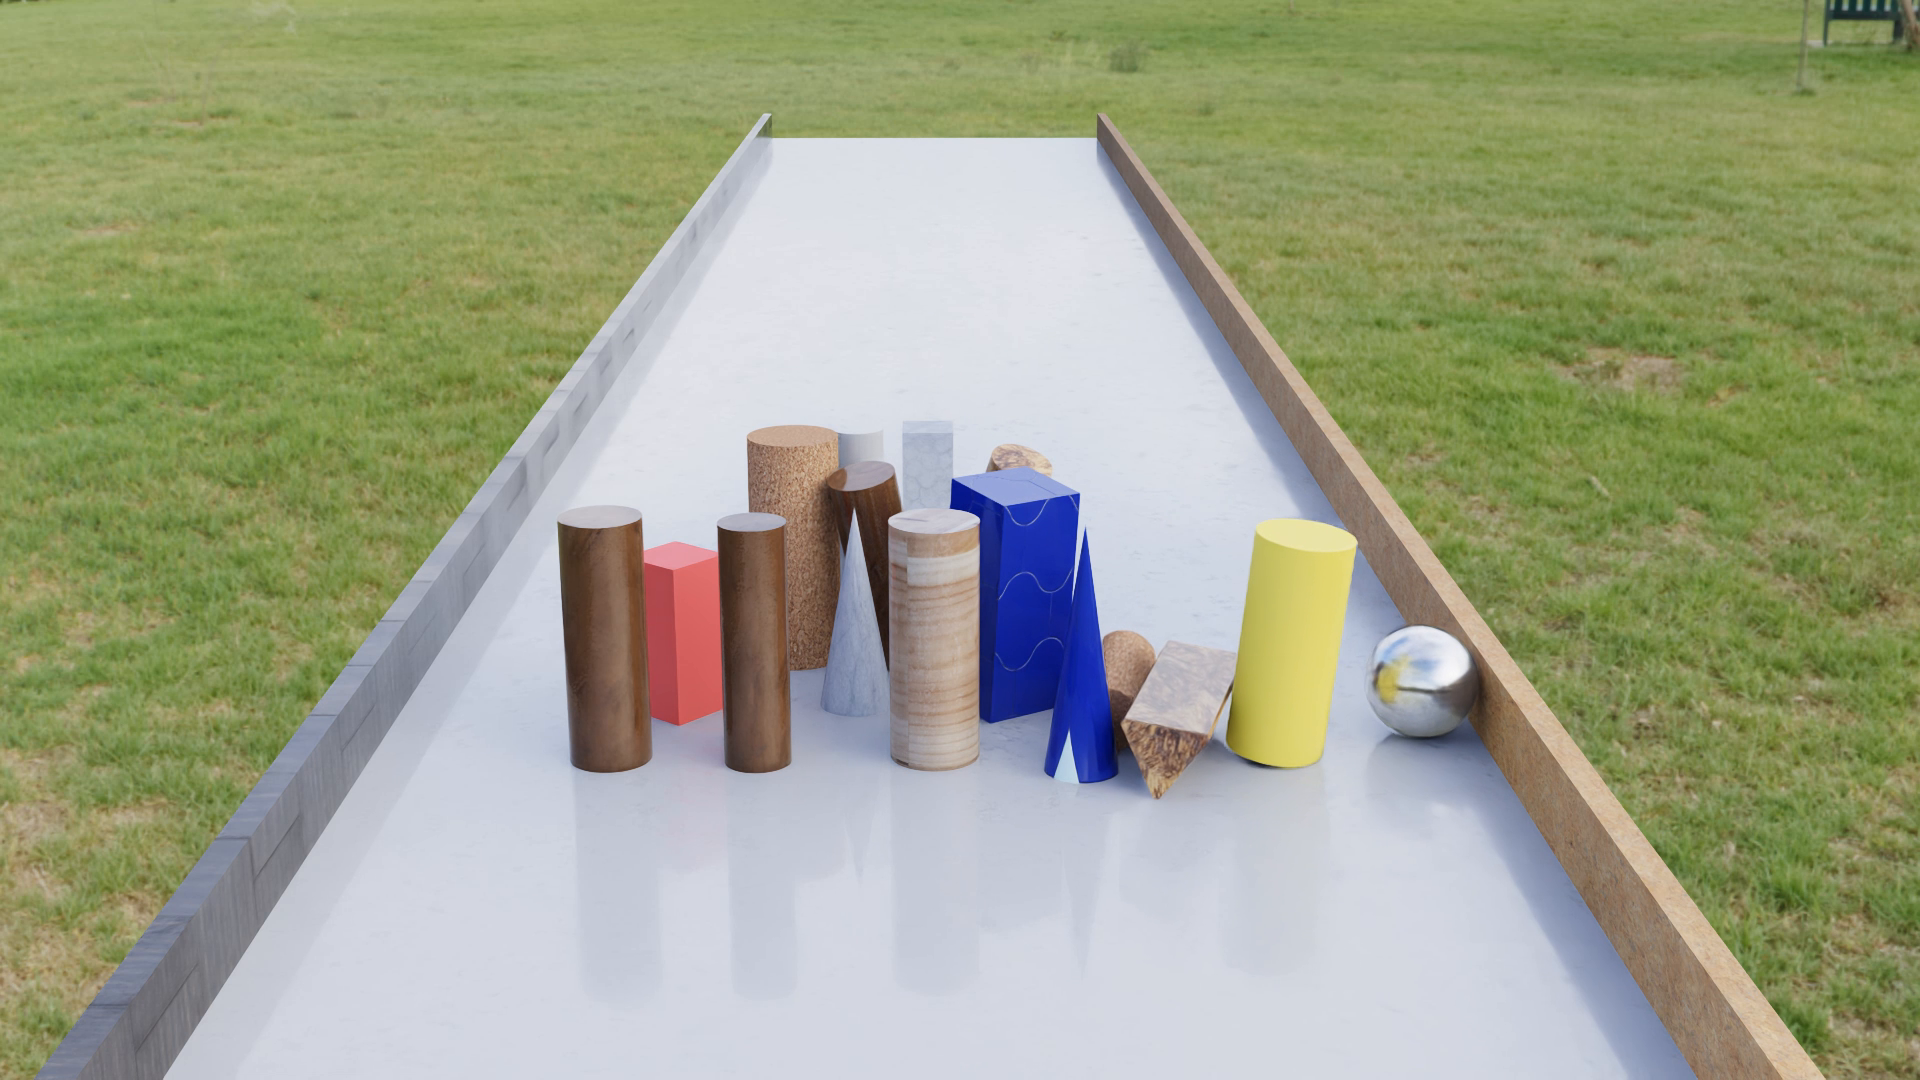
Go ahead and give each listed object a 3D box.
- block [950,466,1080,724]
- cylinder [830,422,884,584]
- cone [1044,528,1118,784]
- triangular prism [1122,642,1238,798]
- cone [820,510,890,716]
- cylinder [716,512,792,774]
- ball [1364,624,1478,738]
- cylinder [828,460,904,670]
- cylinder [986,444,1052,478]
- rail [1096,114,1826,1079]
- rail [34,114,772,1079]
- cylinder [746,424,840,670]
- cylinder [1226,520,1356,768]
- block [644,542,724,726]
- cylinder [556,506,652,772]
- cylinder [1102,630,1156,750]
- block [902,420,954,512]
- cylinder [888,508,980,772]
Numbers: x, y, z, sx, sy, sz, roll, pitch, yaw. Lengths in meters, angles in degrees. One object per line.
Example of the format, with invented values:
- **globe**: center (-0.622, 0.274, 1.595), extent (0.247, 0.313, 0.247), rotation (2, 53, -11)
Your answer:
- **block**: center (0.091, 0.100, 4.114), extent (0.170, 0.428, 0.170), rotation (-10, 24, -32)
- **cylinder**: center (-0.214, -0.032, 4.602), extent (0.111, 0.418, 0.111), rotation (0, 17, 0)
- **cone**: center (0.214, 0.188, 3.807), extent (0.133, 0.449, 0.133), rotation (0, 17, 0)
- **triangular prism**: center (0.380, 0.289, 3.913), extent (0.129, 0.149, 0.426), rotation (38, 22, 2)
- **cone**: center (-0.196, 0.124, 4.126), extent (0.140, 0.391, 0.140), rotation (0, 17, 0)
- **cylinder**: center (-0.359, 0.180, 3.846), extent (0.120, 0.441, 0.120), rotation (0, 17, 0)
- **ball**: center (0.838, 0.256, 4.005), extent (0.205, 0.205, 0.205), rotation (0, 17, 0)
- **cylinder**: center (-0.155, 0.052, 4.318), extent (0.132, 0.398, 0.132), rotation (-9, 26, 4)
- **cylinder**: center (0.058, 0.028, 4.331), extent (0.122, 0.445, 0.122), rotation (13, 33, -9)
- **rail**: center (0.932, -0.844, 7.801), extent (0.050, 0.150, 12.000), rotation (0, 17, -1)
- **rail**: center (-1.118, -0.838, 7.780), extent (0.050, 0.150, 12.000), rotation (0, 17, -1)
- **cylinder**: center (-0.329, 0.014, 4.377), extent (0.179, 0.457, 0.179), rotation (0, 17, 0)
- **cylinder**: center (0.584, 0.181, 3.887), extent (0.176, 0.401, 0.176), rotation (5, 18, -2)
- **block**: center (-0.529, 0.173, 4.115), extent (0.132, 0.302, 0.132), rotation (13, 21, 37)
- **cylinder**: center (-0.622, 0.174, 3.860), extent (0.146, 0.447, 0.146), rotation (0, 17, 0)
- **cylinder**: center (0.289, 0.277, 4.083), extent (0.122, 0.122, 0.325), rotation (3, 17, 10)
- **block**: center (-0.071, -0.081, 4.887), extent (0.111, 0.349, 0.111), rotation (0, 17, -1)
- **cylinder**: center (-0.045, 0.175, 3.874), extent (0.160, 0.435, 0.160), rotation (0, 17, 0)
